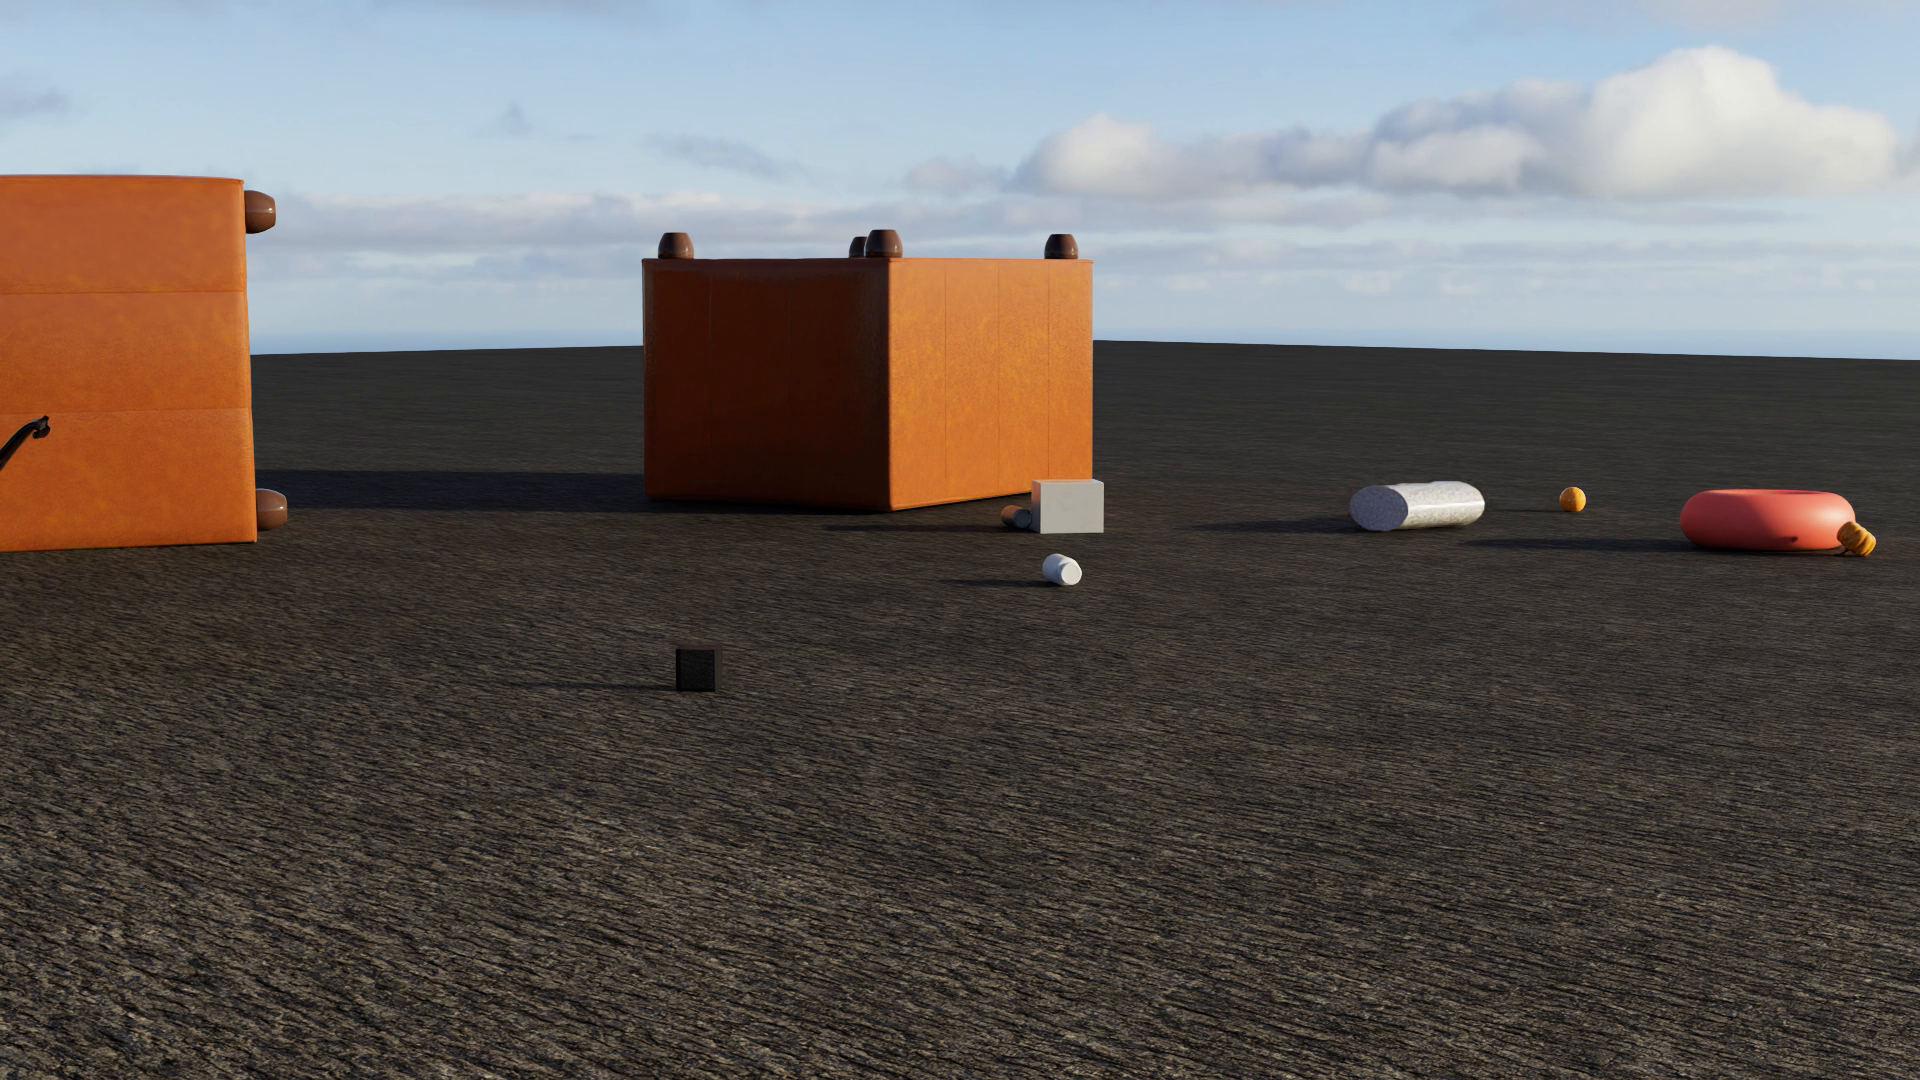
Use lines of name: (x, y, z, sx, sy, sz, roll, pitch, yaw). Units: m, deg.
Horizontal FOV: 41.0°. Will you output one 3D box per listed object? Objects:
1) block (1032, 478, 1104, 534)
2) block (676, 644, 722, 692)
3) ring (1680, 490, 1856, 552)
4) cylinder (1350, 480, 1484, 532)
block: (0.277, -0.088, 6.641, 0.165, 0.129, 0.120, -1, 6, -9)
block: (-0.417, 0.204, 4.099, 0.063, 0.068, 0.056, 1, 6, 7)
ring: (1.965, -0.049, 6.242, 0.426, 0.136, 0.300, 0, 5, -6)
cylinder: (1.193, -0.089, 6.701, 0.269, 0.119, 0.222, -4, 4, -33)
